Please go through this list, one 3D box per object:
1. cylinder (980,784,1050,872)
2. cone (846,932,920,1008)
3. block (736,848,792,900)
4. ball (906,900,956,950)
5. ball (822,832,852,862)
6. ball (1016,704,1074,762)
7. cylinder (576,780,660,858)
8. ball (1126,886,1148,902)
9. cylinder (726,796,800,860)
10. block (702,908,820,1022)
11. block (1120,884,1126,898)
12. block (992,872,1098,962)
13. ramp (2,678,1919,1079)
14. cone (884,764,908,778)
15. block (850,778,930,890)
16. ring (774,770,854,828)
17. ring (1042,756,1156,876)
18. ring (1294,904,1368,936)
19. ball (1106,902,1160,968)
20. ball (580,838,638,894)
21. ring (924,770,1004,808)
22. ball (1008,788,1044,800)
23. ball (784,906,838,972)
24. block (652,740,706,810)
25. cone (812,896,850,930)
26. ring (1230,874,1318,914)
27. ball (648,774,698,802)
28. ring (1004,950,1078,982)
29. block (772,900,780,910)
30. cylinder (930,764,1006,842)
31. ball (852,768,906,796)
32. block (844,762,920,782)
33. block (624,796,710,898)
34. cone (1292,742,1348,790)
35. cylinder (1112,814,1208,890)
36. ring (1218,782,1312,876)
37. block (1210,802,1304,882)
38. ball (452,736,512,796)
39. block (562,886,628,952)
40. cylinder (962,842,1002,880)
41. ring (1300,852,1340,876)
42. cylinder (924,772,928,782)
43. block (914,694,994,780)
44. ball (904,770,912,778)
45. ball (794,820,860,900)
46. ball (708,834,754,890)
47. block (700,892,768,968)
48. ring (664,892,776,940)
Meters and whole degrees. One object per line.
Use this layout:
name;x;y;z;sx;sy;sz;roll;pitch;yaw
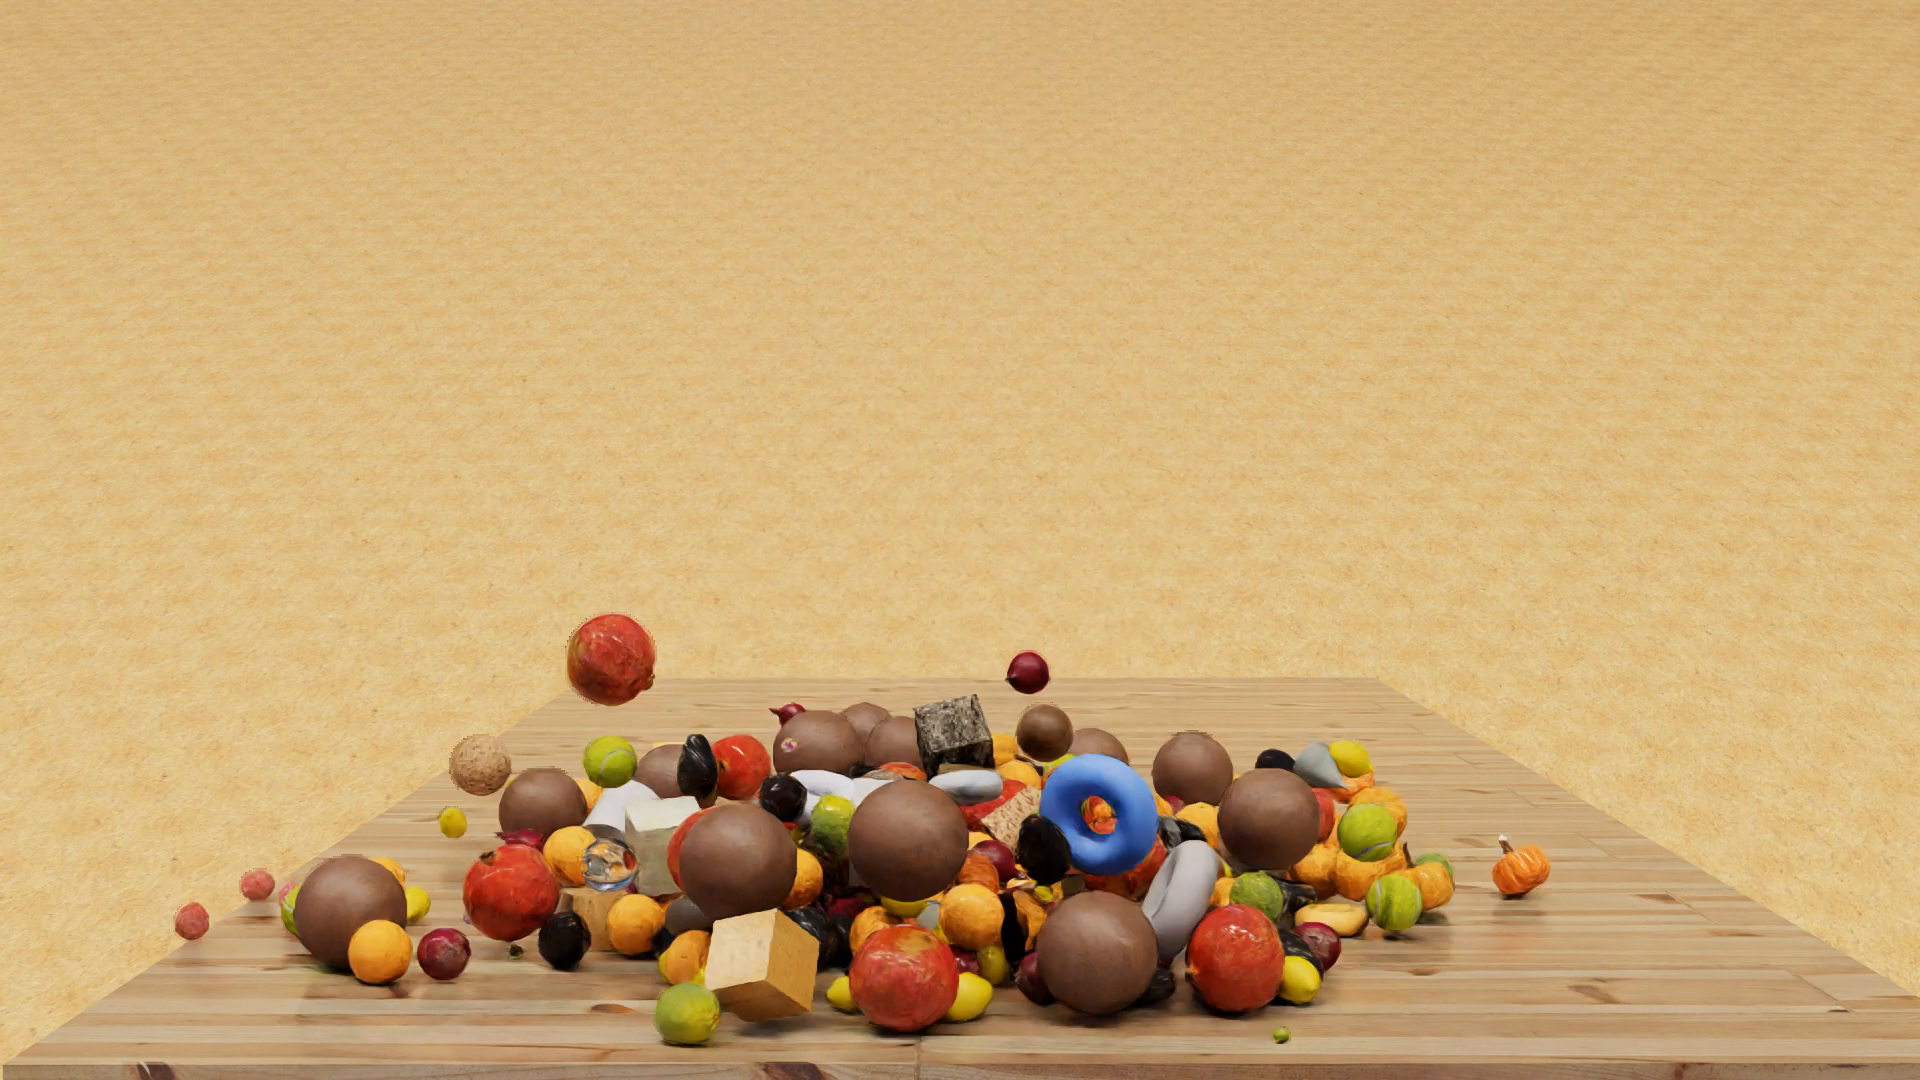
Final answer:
cylinder;0.082;0.377;3.362;0.082;0.082;0.082;-35;33;-10
cone;-0.067;0.487;2.805;0.083;0.083;0.083;-17;41;-34
block;-0.254;0.441;3.324;0.051;0.051;0.051;30;28;-8
ball;-0.035;0.463;3.097;0.060;0.060;0.060;0;23;0
ball;-0.149;0.406;3.601;0.091;0.091;0.091;0;23;0
ball;0.125;0.284;3.785;0.086;0.086;0.086;0;23;0
cylinder;-0.477;0.405;3.617;0.097;0.097;0.097;7;35;15
ball;0.244;0.454;3.313;0.061;0.061;0.061;0;23;0
cylinder;-0.277;0.413;3.546;0.088;0.088;0.088;14;64;29
block;-0.206;0.443;2.675;0.080;0.080;0.080;-16;49;29
block;0.249;0.451;3.443;0.054;0.054;0.054;-1;2;-13
block;0.095;0.423;2.882;0.077;0.077;0.077;-15;-4;29
ramp;0.053;0.483;4.539;2.000;0.100;4.000;0;2;0
cone;-0.087;0.419;4.158;0.087;0.087;0.087;24;33;38
block;-0.083;0.350;3.066;0.092;0.092;0.092;3;47;-3
ring;-0.174;0.334;3.288;0.128;0.043;0.128;11;18;-4
ring;0.160;0.318;2.972;0.145;0.145;0.048;11;17;25
ring;0.463;0.473;3.206;0.092;0.031;0.092;-1;2;0
ball;0.204;0.448;2.922;0.075;0.075;0.075;0;23;0
ball;-0.399;0.370;2.927;0.065;0.065;0.065;0;23;0
ring;0.004;0.292;3.019;0.094;0.031;0.094;-6;-15;-2
ball;0.096;0.377;3.537;0.073;0.073;0.073;0;23;0
ball;-0.178;0.460;2.961;0.077;0.077;0.077;0;23;0
block;-0.461;0.387;4.225;0.087;0.087;0.087;0;64;-6
cone;-0.153;0.476;3.228;0.053;0.053;0.053;-17;38;-34
ring;0.401;0.451;3.286;0.112;0.037;0.112;9;-2;0
ball;-0.457;0.411;4.071;0.083;0.083;0.083;0;23;0
ring;0.093;0.483;2.929;0.087;0.029;0.087;-7;-3;0
block;-0.257;0.463;3.100;0.058;0.058;0.058;-1;1;-38
cylinder;0.010;0.364;3.565;0.093;0.093;0.093;8;2;0
ball;-0.096;0.323;3.198;0.077;0.077;0.077;0;23;0
block;-0.116;0.362;3.511;0.090;0.090;0.090;17;-11;-8
block;-0.362;0.378;3.180;0.088;0.088;0.088;-6;18;-16
cone;0.474;0.304;3.307;0.067;0.067;0.067;-17;34;-34
cylinder;0.246;0.392;3.235;0.096;0.096;0.096;23;4;43
ring;0.394;0.374;3.322;0.131;0.131;0.044;-9;20;-19
block;0.403;0.416;3.485;0.091;0.091;0.091;1;-20;37
ball;-0.709;0.335;3.815;0.088;0.088;0.088;0;23;0
block;-0.442;0.458;3.116;0.068;0.068;0.068;-1;2;-19
cylinder;0.030;0.445;3.571;0.055;0.055;0.055;0;23;-1
ring;0.491;0.455;3.616;0.086;0.029;0.086;-1;-2;0
cylinder;-0.022;0.409;4.385;0.060;0.060;0.060;-16;11;-33
block;-0.007;0.292;3.647;0.092;0.092;0.092;-12;43;-7
ball;-0.109;0.411;4.330;0.060;0.060;0.060;0;23;0
ball;-0.155;0.394;3.167;0.096;0.096;0.096;0;23;0
ball;-0.295;0.406;3.244;0.070;0.070;0.070;0;23;0
block;-0.260;0.457;3.005;0.077;0.077;0.077;-1;1;-12
ring;-0.269;0.424;2.899;0.129;0.043;0.129;-3;-15;-1
